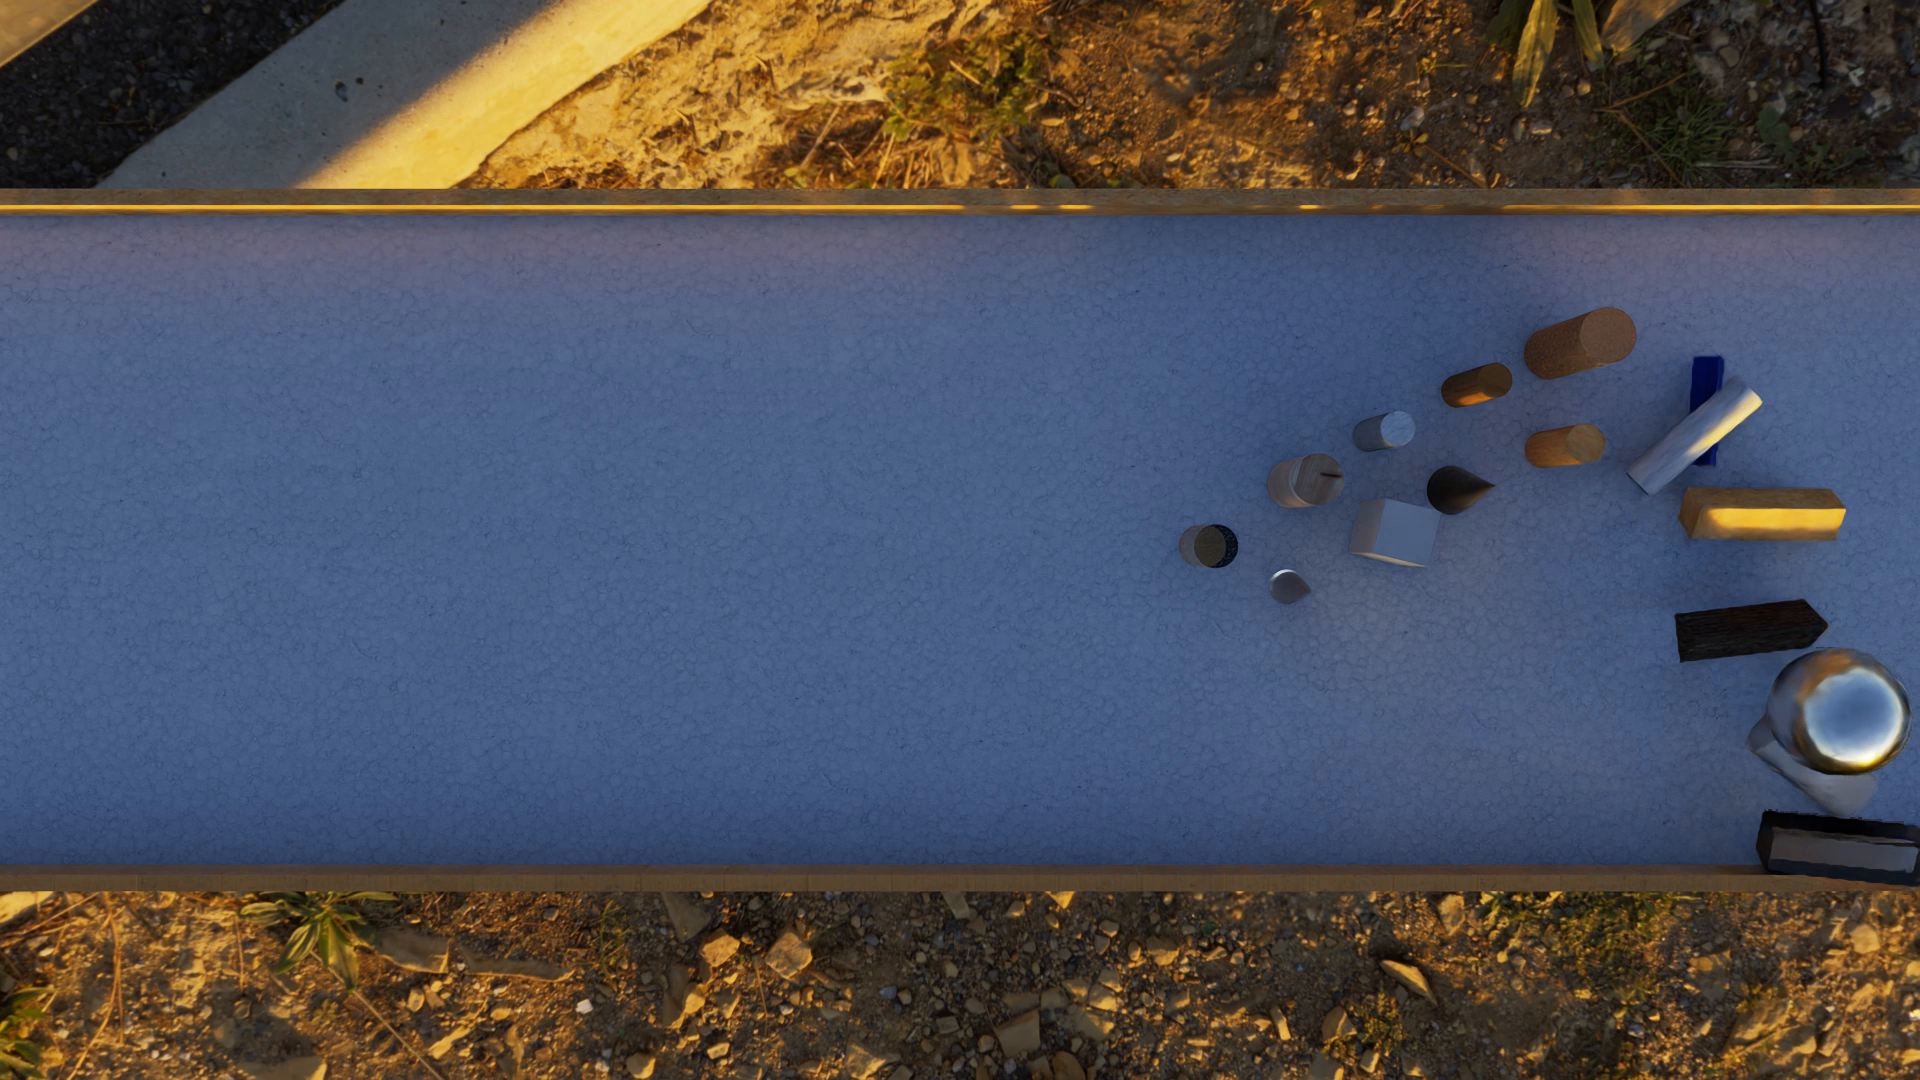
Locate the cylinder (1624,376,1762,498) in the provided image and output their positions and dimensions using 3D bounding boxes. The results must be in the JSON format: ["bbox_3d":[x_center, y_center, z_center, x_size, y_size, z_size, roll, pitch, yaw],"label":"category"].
[{"bbox_3d":[2.206,-0.309,4.966,0.112,0.112,0.413,46,106,0],"label":"cylinder"}]

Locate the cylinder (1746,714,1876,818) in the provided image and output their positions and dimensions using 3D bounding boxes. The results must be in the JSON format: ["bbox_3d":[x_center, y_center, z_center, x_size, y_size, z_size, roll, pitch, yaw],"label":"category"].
[{"bbox_3d":[2.575,0.671,4.992,0.327,0.170,0.170,39,90,0],"label":"cylinder"}]

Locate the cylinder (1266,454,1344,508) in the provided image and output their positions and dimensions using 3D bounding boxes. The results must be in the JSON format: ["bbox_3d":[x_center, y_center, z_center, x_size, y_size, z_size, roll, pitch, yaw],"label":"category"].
[{"bbox_3d":[1.017,-0.172,4.880,0.148,0.393,0.148,0,90,0],"label":"cylinder"}]

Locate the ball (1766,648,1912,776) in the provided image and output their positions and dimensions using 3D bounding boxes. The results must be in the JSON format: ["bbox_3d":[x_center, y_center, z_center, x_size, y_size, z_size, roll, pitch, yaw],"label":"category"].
[{"bbox_3d":[2.524,0.494,4.742,0.367,0.367,0.367,0,90,0],"label":"ball"}]

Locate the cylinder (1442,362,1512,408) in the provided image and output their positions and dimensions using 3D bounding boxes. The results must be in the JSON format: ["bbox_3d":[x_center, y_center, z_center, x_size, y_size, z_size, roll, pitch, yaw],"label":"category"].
[{"bbox_3d":[1.531,-0.457,4.899,0.101,0.355,0.101,0,90,0],"label":"cylinder"}]

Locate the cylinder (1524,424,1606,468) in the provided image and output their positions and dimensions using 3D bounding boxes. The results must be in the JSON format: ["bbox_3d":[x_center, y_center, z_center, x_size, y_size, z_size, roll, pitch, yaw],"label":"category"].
[{"bbox_3d":[1.795,-0.278,4.904,0.114,0.346,0.114,0,90,0],"label":"cylinder"}]

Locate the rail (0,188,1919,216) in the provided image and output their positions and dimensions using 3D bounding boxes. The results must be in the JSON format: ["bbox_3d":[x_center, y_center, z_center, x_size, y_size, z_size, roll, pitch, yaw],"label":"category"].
[{"bbox_3d":[-2.247,-1.025,5.002,12.000,0.150,0.050,0,90,0],"label":"rail"}]

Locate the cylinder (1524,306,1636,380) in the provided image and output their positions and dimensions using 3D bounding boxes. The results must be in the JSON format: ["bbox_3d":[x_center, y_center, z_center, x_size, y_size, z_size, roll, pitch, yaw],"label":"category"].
[{"bbox_3d":[1.815,-0.574,4.847,0.159,0.460,0.159,0,90,0],"label":"cylinder"}]

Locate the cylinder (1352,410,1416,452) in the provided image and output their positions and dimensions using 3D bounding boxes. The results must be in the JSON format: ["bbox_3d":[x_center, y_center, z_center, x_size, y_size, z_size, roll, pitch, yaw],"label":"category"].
[{"bbox_3d":[1.258,-0.321,4.909,0.101,0.336,0.101,0,90,0],"label":"cylinder"}]

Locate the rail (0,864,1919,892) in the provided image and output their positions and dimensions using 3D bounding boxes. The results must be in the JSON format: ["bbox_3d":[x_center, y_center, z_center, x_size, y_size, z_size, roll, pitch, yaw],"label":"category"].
[{"bbox_3d":[-2.247,1.025,5.001,12.000,0.150,0.050,0,90,0],"label":"rail"}]

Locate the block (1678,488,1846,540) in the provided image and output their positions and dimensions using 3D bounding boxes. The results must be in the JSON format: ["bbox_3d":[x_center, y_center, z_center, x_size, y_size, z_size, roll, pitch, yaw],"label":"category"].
[{"bbox_3d":[2.427,-0.079,4.998,0.434,0.113,0.113,0,124,0],"label":"block"}]

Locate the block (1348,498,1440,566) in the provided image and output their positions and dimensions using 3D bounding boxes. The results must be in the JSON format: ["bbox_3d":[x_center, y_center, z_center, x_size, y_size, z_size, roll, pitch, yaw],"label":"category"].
[{"bbox_3d":[1.293,-0.022,4.924,0.164,0.306,0.164,14,90,0],"label":"block"}]

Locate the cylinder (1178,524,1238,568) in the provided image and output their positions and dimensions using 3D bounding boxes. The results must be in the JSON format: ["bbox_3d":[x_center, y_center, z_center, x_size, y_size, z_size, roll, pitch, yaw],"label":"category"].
[{"bbox_3d":[0.738,0.018,4.914,0.128,0.325,0.128,0,90,0],"label":"cylinder"}]

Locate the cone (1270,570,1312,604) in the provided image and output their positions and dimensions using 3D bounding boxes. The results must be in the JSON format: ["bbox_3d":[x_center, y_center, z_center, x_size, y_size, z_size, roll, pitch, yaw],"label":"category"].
[{"bbox_3d":[1.006,0.145,4.896,0.109,0.361,0.109,0,90,0],"label":"cone"}]

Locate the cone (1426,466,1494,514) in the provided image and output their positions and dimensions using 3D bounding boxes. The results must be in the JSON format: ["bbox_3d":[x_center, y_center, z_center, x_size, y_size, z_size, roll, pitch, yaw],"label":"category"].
[{"bbox_3d":[1.512,-0.153,4.866,0.150,0.421,0.150,0,90,0],"label":"cone"}]

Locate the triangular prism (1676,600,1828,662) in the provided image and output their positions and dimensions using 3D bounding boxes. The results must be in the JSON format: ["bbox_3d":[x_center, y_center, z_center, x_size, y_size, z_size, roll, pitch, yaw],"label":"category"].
[{"bbox_3d":[2.405,0.279,5.009,0.397,0.127,0.147,-7,90,0],"label":"triangular prism"}]

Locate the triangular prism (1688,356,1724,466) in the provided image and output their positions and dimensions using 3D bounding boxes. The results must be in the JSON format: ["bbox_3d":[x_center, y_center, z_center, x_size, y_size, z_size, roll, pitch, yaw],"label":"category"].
[{"bbox_3d":[2.290,-0.393,5.034,0.092,0.080,0.331,5,90,0],"label":"triangular prism"}]

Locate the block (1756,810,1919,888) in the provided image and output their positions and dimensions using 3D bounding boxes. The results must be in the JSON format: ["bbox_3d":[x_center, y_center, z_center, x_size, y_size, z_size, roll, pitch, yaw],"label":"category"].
[{"bbox_3d":[2.639,0.924,4.938,0.429,0.132,0.132,4,113,10],"label":"block"}]
